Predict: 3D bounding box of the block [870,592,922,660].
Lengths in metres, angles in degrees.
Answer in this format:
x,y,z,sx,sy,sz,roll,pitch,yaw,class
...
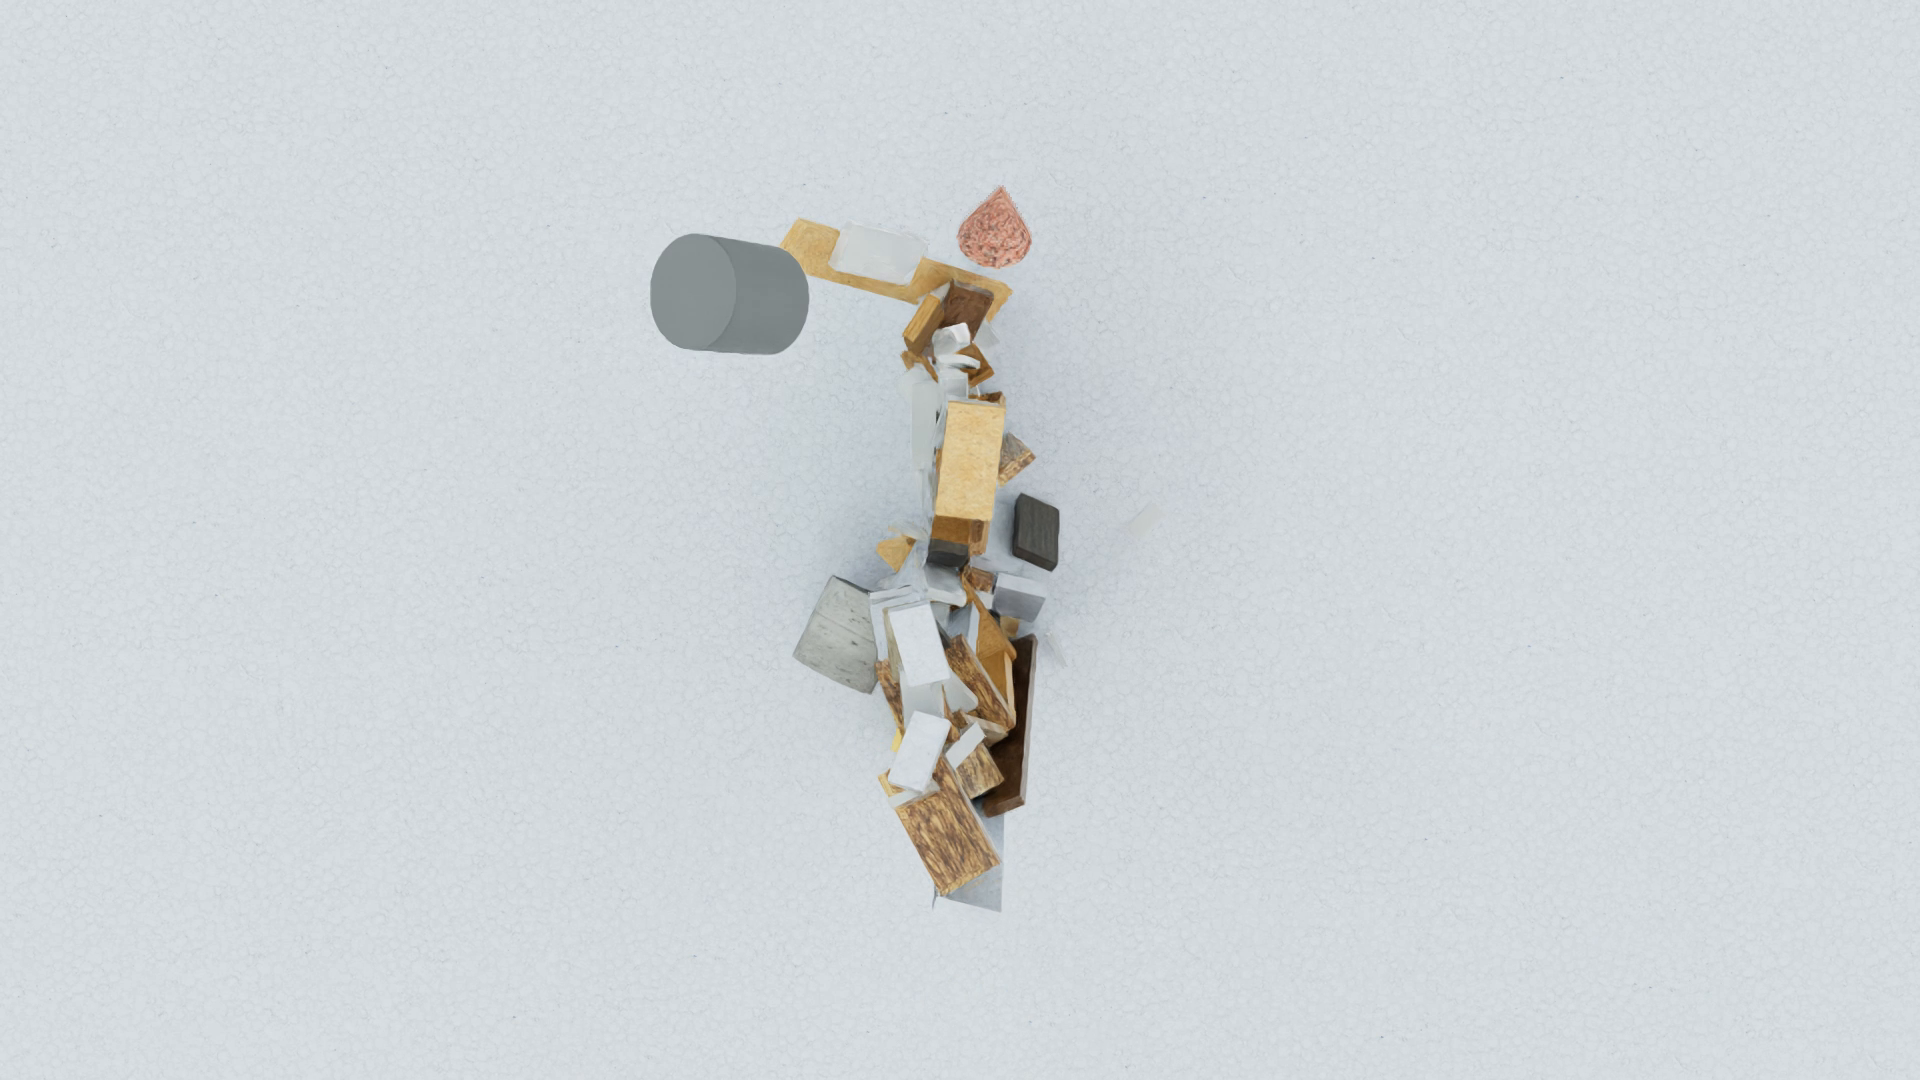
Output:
x,y,z,sx,sy,sz,roll,pitch,yaw,class
-0.153,0.258,4.428,0.143,0.285,0.040,-17,126,1,block

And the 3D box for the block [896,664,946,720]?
x,y,z,sx,sy,sz,roll,pitch,yaw,class
-0.099,0.397,4.243,0.105,0.030,0.210,-11,127,-9,block

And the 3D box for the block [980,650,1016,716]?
x,y,z,sx,sy,sz,roll,pitch,yaw,class
0.080,0.472,5.063,0.165,0.330,0.047,-27,114,12,block

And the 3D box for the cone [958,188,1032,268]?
x,y,z,sx,sy,sz,roll,pitch,yaw,class
0.113,-0.978,4.940,0.228,0.228,0.228,2,59,-4,cone

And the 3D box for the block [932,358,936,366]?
x,y,z,sx,sy,sz,roll,pitch,yaw,class
-0.036,-0.647,5.276,0.133,0.266,0.038,-12,69,0,block

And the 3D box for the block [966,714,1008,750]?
x,y,z,sx,sy,sz,roll,pitch,yaw,class
0.033,0.566,4.769,0.117,0.235,0.033,-35,62,16,block

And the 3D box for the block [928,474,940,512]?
x,y,z,sx,sy,sz,roll,pitch,yaw,class
-0.005,-0.140,4.732,0.156,0.312,0.044,-1,104,-3,block

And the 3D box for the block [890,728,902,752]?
x,y,z,sx,sy,sz,roll,pitch,yaw,class
-0.077,0.595,5.384,0.233,0.233,0.233,17,90,0,block

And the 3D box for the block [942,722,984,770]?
x,y,z,sx,sy,sz,roll,pitch,yaw,class
-0.055,0.593,4.458,0.173,0.346,0.049,-31,90,17,block

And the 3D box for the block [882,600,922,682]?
x,y,z,sx,sy,sz,roll,pitch,yaw,class
-0.133,0.258,4.186,0.105,0.030,0.210,-11,121,-8,block

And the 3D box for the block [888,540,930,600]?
x,y,z,sx,sy,sz,roll,pitch,yaw,class
-0.120,0.113,4.961,0.125,0.317,0.035,15,55,-13,block

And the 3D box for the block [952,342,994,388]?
x,y,z,sx,sy,sz,roll,pitch,yaw,class
0.038,-0.519,4.881,0.080,0.234,0.023,-30,118,2,block

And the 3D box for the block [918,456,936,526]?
x,y,z,sx,sy,sz,roll,pitch,yaw,class
-0.043,-0.139,4.998,0.114,0.032,0.228,15,109,3,block

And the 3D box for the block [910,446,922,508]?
x,y,z,sx,sy,sz,roll,pitch,yaw,class
-0.064,-0.178,5.148,0.138,0.039,0.276,-15,76,15,block

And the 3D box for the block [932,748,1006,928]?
x,y,z,sx,sy,sz,roll,pitch,yaw,class
0.047,0.674,4.863,0.173,1.365,0.049,15,114,-4,block

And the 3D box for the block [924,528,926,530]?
x,y,z,sx,sy,sz,roll,pitch,yaw,class
-0.082,0.025,4.989,0.072,0.020,0.144,12,134,5,block

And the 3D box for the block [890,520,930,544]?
x,y,z,sx,sy,sz,roll,pitch,yaw,class
-0.130,-0.023,4.865,0.144,0.072,0.020,24,104,29,block

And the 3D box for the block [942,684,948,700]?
x,y,z,sx,sy,sz,roll,pitch,yaw,class
-0.112,0.429,4.532,0.143,0.285,0.040,-15,126,-3,block

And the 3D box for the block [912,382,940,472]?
x,y,z,sx,sy,sz,roll,pitch,yaw,class
-0.078,-0.351,5.131,0.138,0.039,0.276,-2,84,18,block

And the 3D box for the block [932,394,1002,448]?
x,y,z,sx,sy,sz,roll,pitch,yaw,class
0.015,-0.323,4.693,0.156,0.317,0.044,11,73,-4,block

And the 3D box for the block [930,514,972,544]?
x,y,z,sx,sy,sz,roll,pitch,yaw,class
-0.027,-0.025,4.785,0.108,0.031,0.216,10,49,-3,block

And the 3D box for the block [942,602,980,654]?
x,y,z,sx,sy,sz,roll,pitch,yaw,class
-0.031,0.305,4.984,0.165,0.330,0.047,-26,107,13,block

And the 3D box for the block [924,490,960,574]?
x,y,z,sx,sy,sz,roll,pitch,yaw,class
-0.053,-0.007,5.011,0.114,0.032,0.294,9,122,7,block

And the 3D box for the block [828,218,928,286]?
x,y,z,sx,sy,sz,roll,pitch,yaw,class
-0.235,-0.824,4.735,0.040,0.285,0.143,41,115,38,block

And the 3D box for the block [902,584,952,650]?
x,y,z,sx,sy,sz,roll,pitch,yaw,class
-0.137,0.241,4.695,0.121,0.034,0.243,-26,125,14,block

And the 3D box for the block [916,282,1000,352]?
x,y,z,sx,sy,sz,roll,pitch,yaw,class
0.001,-0.701,5.287,0.133,0.426,0.038,-25,67,12,block

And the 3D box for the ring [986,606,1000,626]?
x,y,z,sx,sy,sz,roll,pitch,yaw,class
-0.023,0.279,5.358,0.315,0.315,0.105,-9,76,0,ring

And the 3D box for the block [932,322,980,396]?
x,y,z,sx,sy,sz,roll,pitch,yaw,class
-0.006,-0.480,4.980,0.112,0.032,0.369,-13,65,10,block

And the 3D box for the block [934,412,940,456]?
x,y,z,sx,sy,sz,roll,pitch,yaw,class
-0.021,-0.274,5.012,0.112,0.032,0.223,5,95,6,block

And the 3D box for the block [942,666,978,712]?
x,y,z,sx,sy,sz,roll,pitch,yaw,class
-0.069,0.419,4.769,0.121,0.034,0.243,-33,114,20,block

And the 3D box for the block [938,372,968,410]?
x,y,z,sx,sy,sz,roll,pitch,yaw,class
-0.018,-0.415,4.708,0.080,0.159,0.023,5,52,6,block

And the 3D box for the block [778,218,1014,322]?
x,y,z,sx,sy,sz,roll,pitch,yaw,class
-0.176,-0.803,5.017,0.143,1.080,0.040,-51,63,21,block

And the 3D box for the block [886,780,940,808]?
x,y,z,sx,sy,sz,roll,pitch,yaw,class
-0.115,0.637,4.125,0.095,0.190,0.027,-27,79,6,block

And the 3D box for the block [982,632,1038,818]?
x,y,z,sx,sy,sz,roll,pitch,yaw,class
0.160,0.542,5.031,0.117,0.985,0.033,-24,110,14,block

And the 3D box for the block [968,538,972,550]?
x,y,z,sx,sy,sz,roll,pitch,yaw,class
-0.037,-0.090,5.163,0.125,0.035,0.249,-7,78,17,block

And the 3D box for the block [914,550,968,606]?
x,y,z,sx,sy,sz,roll,pitch,yaw,class
-0.059,0.104,4.636,0.108,0.378,0.031,14,103,-10,block

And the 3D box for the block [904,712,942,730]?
x,y,z,sx,sy,sz,roll,pitch,yaw,class
-0.092,0.488,4.228,0.095,0.251,0.027,-11,74,-4,block
